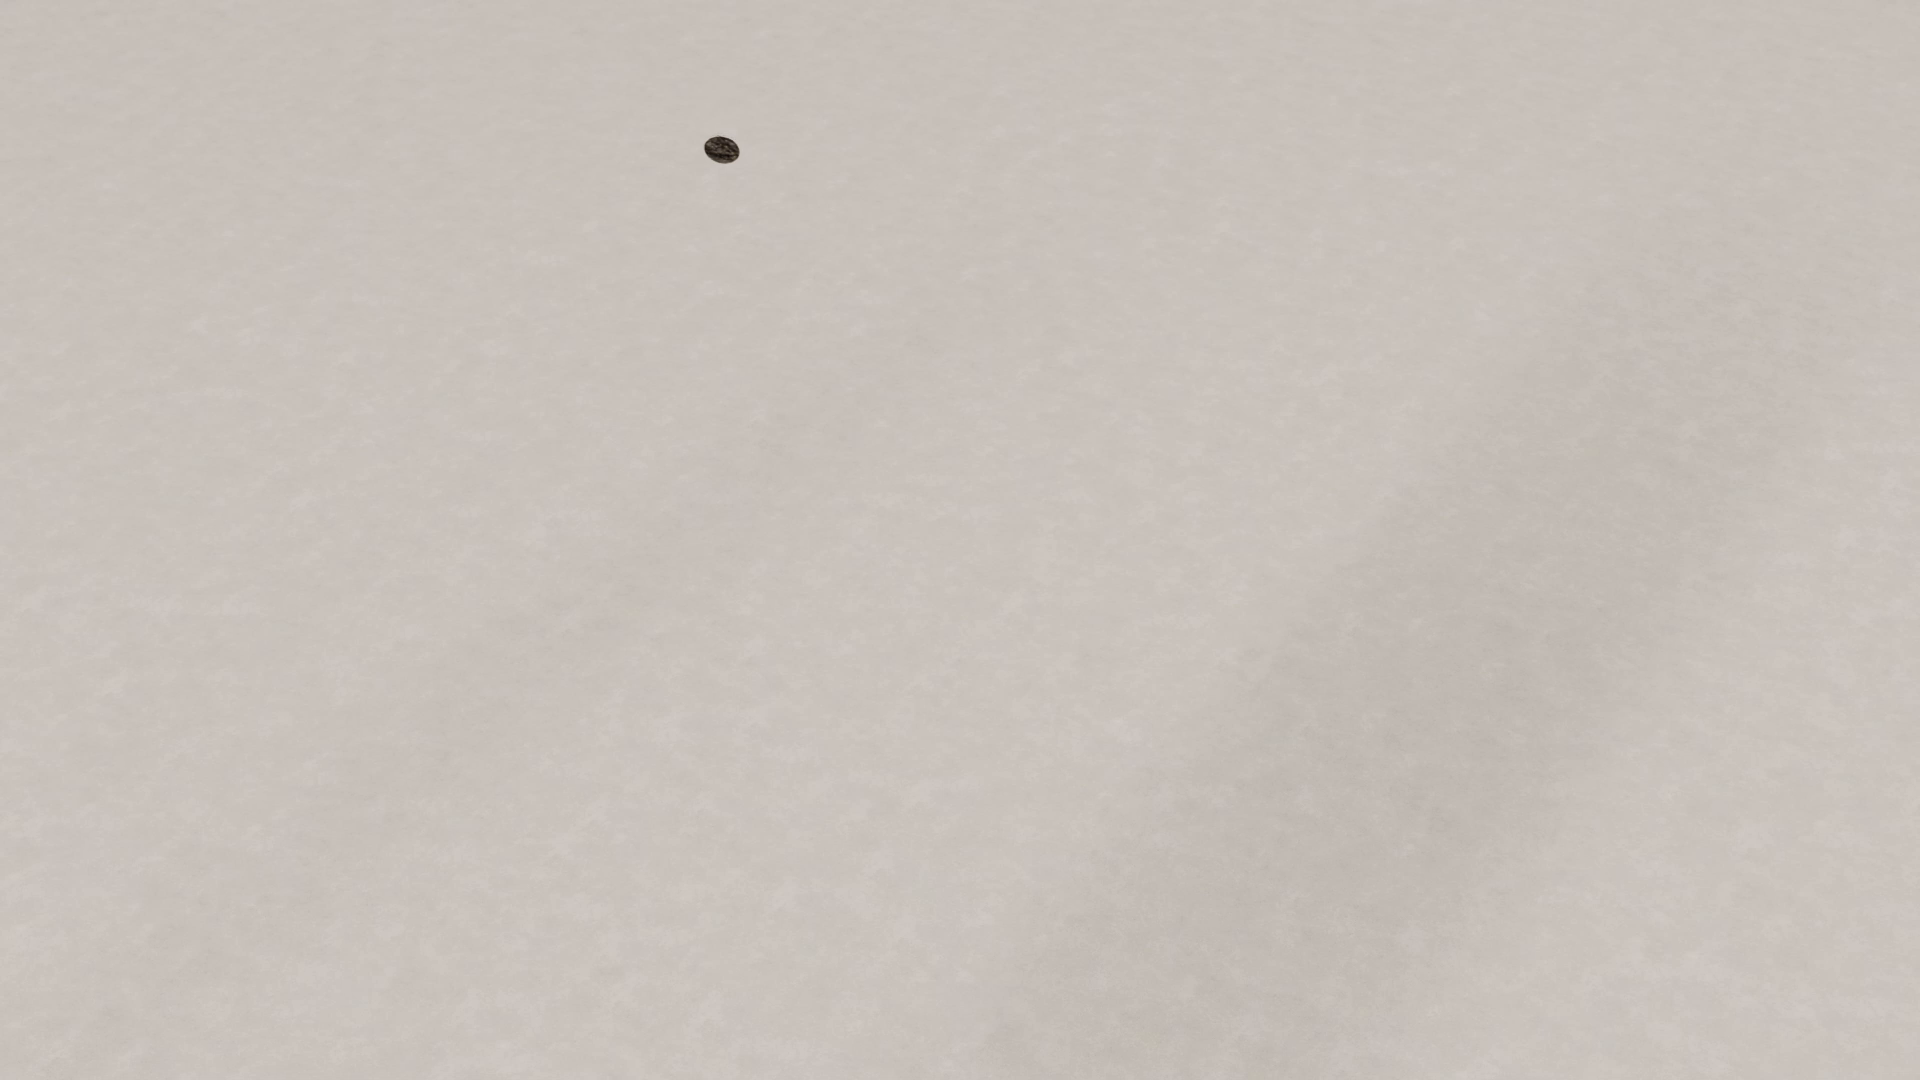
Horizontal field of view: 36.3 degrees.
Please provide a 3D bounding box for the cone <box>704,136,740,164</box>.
[{"bbox_3d":[-0.701,-1.179,8.730,0.106,0.082,0.111,14,26,-3],"label":"cone"}]
